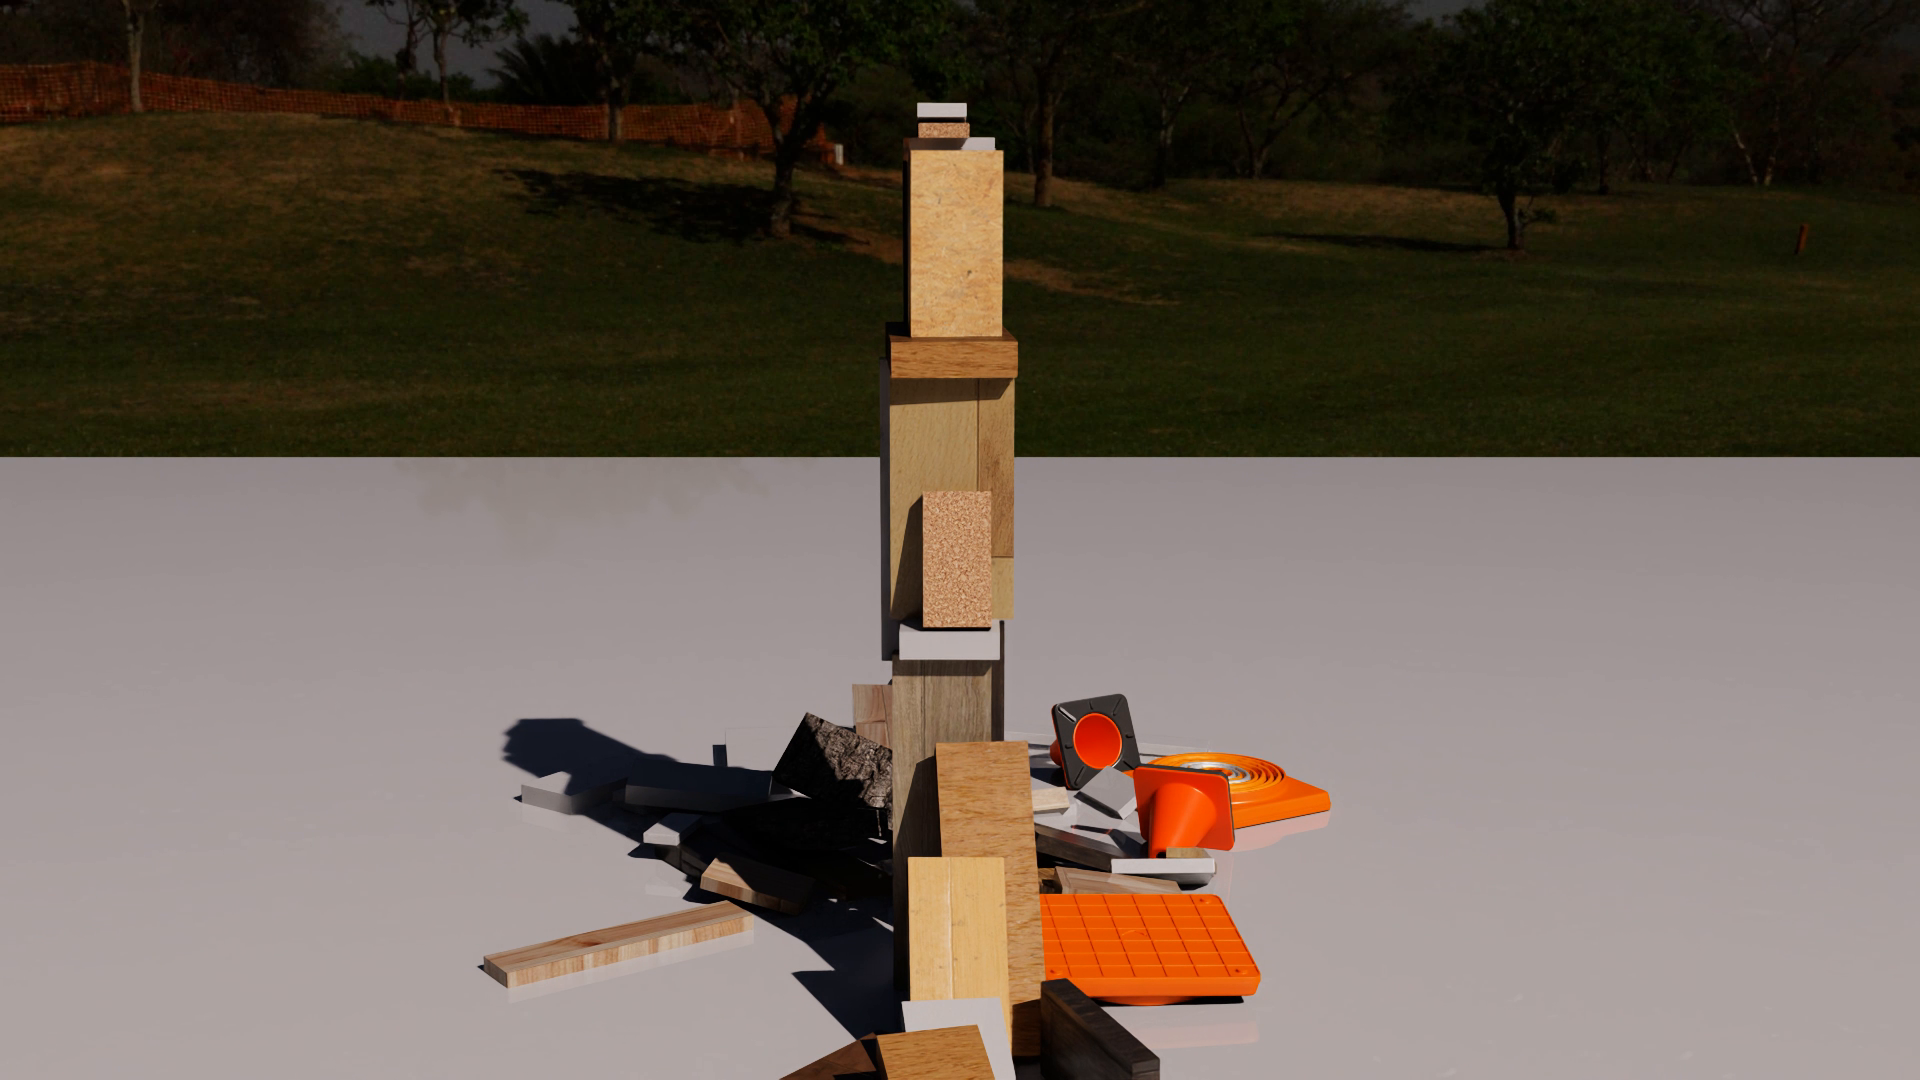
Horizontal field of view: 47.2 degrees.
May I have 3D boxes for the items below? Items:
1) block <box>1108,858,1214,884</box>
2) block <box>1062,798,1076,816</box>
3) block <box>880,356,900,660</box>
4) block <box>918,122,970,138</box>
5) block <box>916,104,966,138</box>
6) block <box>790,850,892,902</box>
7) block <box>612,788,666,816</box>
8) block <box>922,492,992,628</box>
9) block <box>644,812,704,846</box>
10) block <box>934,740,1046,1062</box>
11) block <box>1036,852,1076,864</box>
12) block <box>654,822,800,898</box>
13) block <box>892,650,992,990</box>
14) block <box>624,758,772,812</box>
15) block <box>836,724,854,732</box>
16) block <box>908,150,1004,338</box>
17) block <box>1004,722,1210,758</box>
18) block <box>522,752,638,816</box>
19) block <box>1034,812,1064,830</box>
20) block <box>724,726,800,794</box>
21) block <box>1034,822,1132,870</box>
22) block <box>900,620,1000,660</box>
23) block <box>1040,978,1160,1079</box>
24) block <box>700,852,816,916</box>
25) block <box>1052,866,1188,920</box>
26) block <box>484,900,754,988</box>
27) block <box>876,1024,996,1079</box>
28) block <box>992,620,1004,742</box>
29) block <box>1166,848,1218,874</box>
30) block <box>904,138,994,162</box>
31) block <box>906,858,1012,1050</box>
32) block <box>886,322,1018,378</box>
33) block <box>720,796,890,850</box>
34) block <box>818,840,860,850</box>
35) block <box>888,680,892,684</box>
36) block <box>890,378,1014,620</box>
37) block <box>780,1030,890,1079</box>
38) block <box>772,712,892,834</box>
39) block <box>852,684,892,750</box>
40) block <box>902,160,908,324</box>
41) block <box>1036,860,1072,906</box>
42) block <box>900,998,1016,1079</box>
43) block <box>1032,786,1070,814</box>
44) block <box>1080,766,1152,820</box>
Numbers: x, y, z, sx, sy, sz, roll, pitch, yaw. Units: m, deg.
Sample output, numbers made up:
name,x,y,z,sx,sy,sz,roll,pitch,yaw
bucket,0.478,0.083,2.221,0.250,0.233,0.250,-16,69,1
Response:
name,x,y,z,sx,sy,sz,roll,pitch,yaw
block,0.335,0.555,3.676,0.170,0.024,0.085,0,-22,-2
block,0.136,0.499,4.103,0.146,0.021,0.073,-4,11,-19
block,-0.035,-0.049,3.453,0.180,0.475,0.051,-1,10,-3
block,-0.025,-0.602,3.233,0.073,0.021,0.146,0,10,-1
block,-0.029,-0.635,3.331,0.073,0.021,0.146,0,-1,-2
block,-0.206,0.566,3.728,0.094,0.027,0.187,-8,13,-35
block,-0.557,0.481,4.185,0.094,0.027,0.187,10,15,43
block,-0.004,0.029,3.164,0.098,0.195,0.028,0,-7,-1
block,-0.503,0.507,3.861,0.061,0.017,0.122,3,11,15
block,0.043,0.502,3.083,0.133,0.453,0.038,-1,-26,-5
block,0.136,0.533,3.771,0.071,0.020,0.141,11,-4,35
block,-0.404,0.549,3.787,0.135,0.038,0.269,-7,13,-34
block,-0.026,0.413,3.237,0.144,0.505,0.041,0,8,0
block,-0.489,0.464,4.130,0.261,0.037,0.130,6,17,-2
block,-0.171,0.405,4.522,0.180,0.025,0.090,6,-3,23
block,-0.007,-0.429,3.183,0.133,0.266,0.038,-1,11,-7
block,0.176,0.403,4.542,0.670,0.021,0.074,4,10,10
block,-0.701,0.467,4.229,0.131,0.037,0.261,7,13,35
block,0.110,0.520,3.852,0.141,0.071,0.020,-3,11,-16
block,-0.383,0.437,4.370,0.160,0.045,0.320,-1,11,-7
block,0.195,0.524,3.746,0.204,0.029,0.102,19,2,-25
block,-0.014,0.125,3.287,0.144,0.041,0.287,0,11,0
block,0.177,0.678,2.833,0.037,0.131,0.282,-4,11,-21
block,-0.331,0.564,3.611,0.170,0.024,0.085,14,24,11
block,0.259,0.575,3.583,0.204,0.029,0.102,8,10,-6
block,-0.525,0.625,3.415,0.422,0.024,0.085,-7,13,-35
block,-0.015,0.705,2.710,0.131,0.037,0.263,-4,29,-12
block,-0.003,0.270,3.409,0.144,0.287,0.041,0,8,0
block,0.391,0.541,3.707,0.061,0.017,0.122,-2,-21,18
block,-0.019,-0.589,3.315,0.125,0.035,0.249,-1,10,-3
block,-0.004,0.567,3.004,0.133,0.266,0.038,1,-26,-6
block,-0.018,-0.287,3.292,0.180,0.051,0.359,-1,10,-3
block,-0.277,0.498,3.877,0.160,0.045,0.319,-7,2,-32
block,-0.233,0.525,3.851,0.061,0.017,0.122,-7,2,-31
block,-0.114,0.360,4.549,0.131,0.037,0.690,3,10,7
block,-0.012,-0.065,3.216,0.180,0.359,0.051,0,11,0
block,-0.299,0.750,2.729,0.098,0.028,0.741,8,13,37
block,-0.192,0.427,3.996,0.269,0.135,0.038,22,-20,20
block,-0.126,0.361,4.292,0.160,0.045,0.488,1,10,-4
block,-0.026,-0.463,3.419,0.125,0.249,0.035,-1,9,-3
block,0.117,0.567,3.715,0.204,0.029,0.102,10,14,43
block,0.002,0.689,2.820,0.131,0.037,0.263,-1,28,-7
block,0.045,0.492,3.895,0.269,0.038,0.135,-4,-25,-19
block,0.292,0.474,4.133,0.074,0.021,0.148,-40,24,-14
